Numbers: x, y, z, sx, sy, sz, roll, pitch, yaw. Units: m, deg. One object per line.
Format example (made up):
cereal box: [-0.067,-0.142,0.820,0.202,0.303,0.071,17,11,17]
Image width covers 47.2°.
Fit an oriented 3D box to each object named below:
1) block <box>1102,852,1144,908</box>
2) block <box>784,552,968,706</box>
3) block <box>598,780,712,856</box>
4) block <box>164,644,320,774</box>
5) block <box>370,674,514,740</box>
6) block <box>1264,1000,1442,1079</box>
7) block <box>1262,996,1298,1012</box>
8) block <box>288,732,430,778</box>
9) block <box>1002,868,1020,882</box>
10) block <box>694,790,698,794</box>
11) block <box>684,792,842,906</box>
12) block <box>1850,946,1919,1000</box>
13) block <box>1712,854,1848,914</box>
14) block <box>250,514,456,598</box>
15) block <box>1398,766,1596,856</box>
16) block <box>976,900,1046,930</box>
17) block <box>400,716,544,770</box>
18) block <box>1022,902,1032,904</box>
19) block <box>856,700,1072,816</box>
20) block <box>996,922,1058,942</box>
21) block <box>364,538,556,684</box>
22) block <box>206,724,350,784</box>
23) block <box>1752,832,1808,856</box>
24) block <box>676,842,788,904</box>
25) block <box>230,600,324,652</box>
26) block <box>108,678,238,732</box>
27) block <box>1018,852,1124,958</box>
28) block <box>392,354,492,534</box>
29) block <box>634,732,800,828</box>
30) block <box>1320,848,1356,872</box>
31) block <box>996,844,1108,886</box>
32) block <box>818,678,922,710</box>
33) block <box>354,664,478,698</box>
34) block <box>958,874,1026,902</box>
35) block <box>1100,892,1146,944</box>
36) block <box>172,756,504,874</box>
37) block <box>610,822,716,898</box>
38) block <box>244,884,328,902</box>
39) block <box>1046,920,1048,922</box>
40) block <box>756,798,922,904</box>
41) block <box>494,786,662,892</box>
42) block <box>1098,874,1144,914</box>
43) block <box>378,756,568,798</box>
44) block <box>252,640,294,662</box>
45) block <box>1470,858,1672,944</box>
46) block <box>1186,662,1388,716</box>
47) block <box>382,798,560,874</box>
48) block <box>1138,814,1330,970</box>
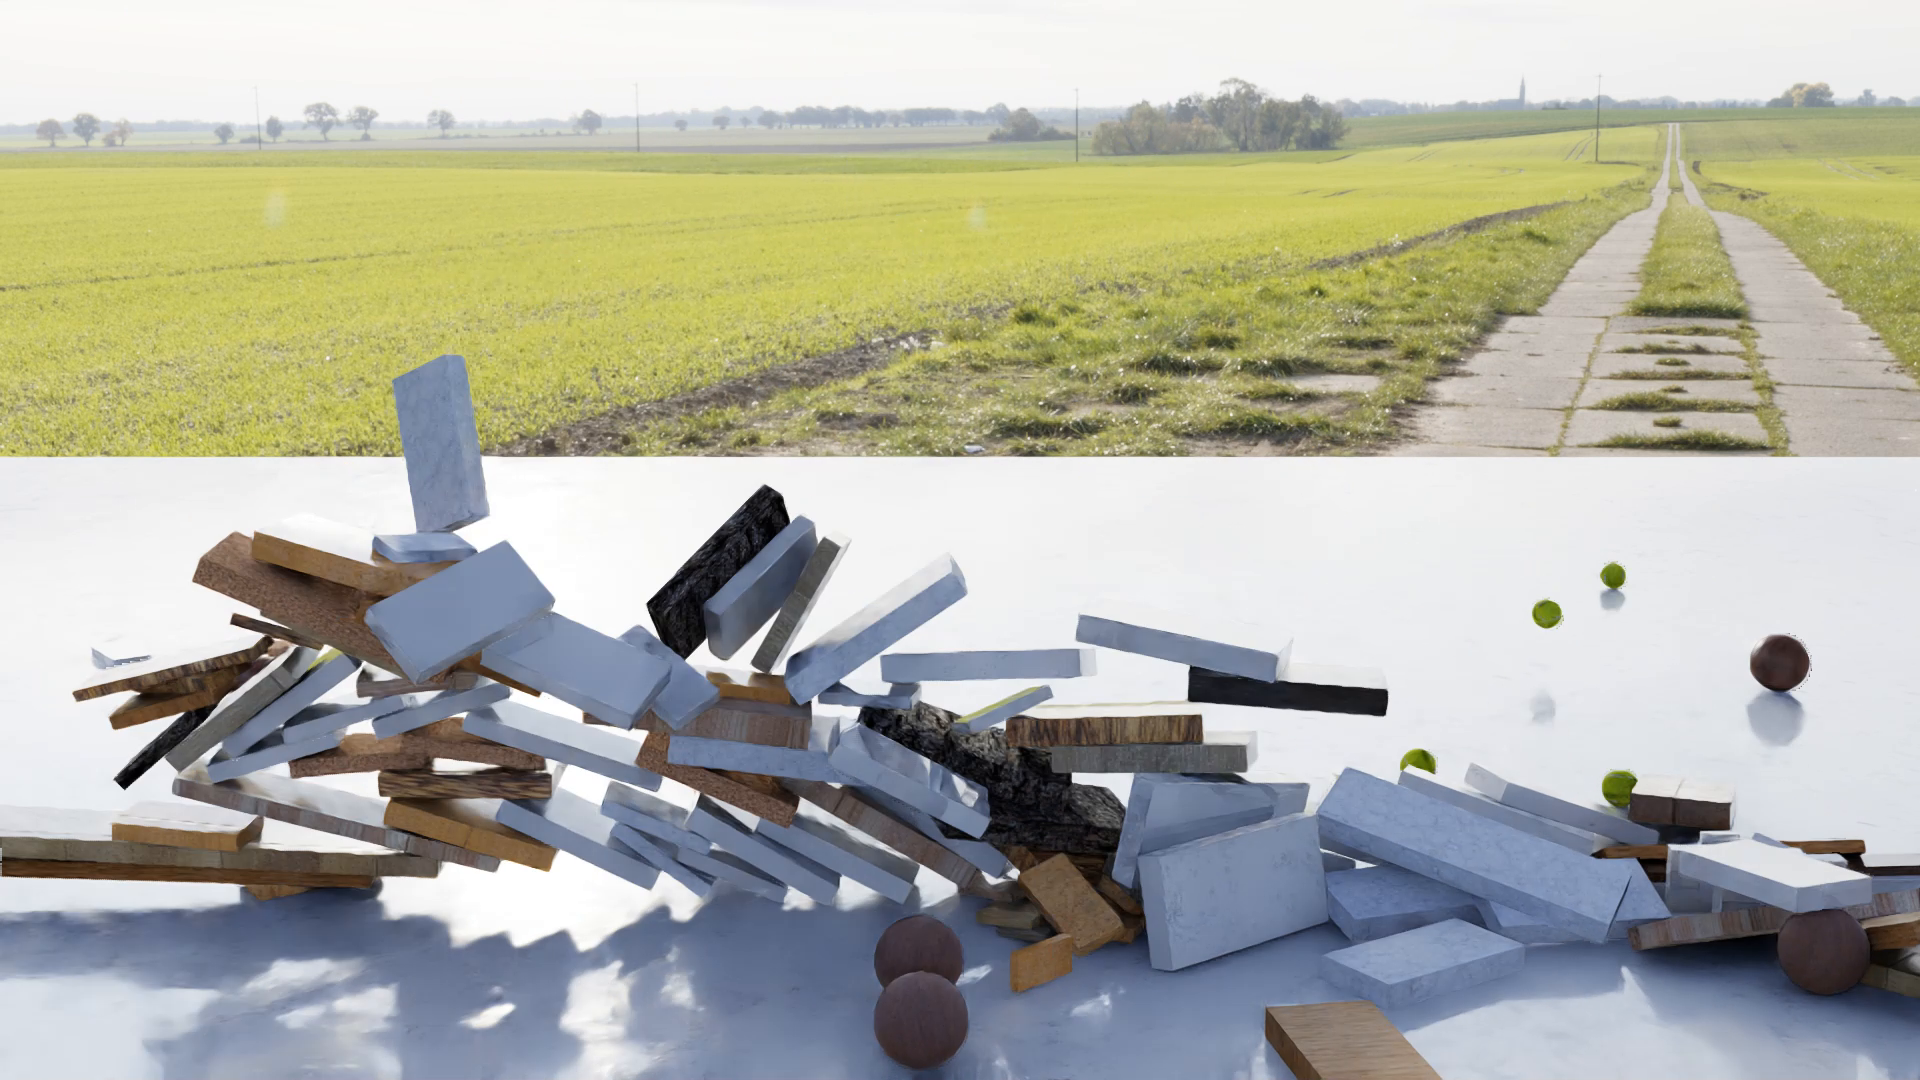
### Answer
block: [0.368,0.552,3.566,0.252,0.036,0.126,5,22,-37]
block: [-0.138,0.143,3.603,0.327,0.046,0.163,-34,11,4]
block: [-0.497,0.456,3.619,0.189,0.027,0.095,23,12,-9]
block: [-1.168,0.268,3.581,0.261,0.037,0.130,-36,14,11]
block: [-0.840,0.258,3.590,0.227,0.032,0.113,-18,17,-2]
block: [0.530,0.701,2.951,0.153,0.043,0.307,-2,11,-10]
block: [0.467,0.680,3.147,0.049,0.014,0.097,-1,11,-4]
block: [-0.984,0.350,3.624,0.216,0.031,0.108,-4,15,-3]
block: [0.103,0.572,3.729,0.046,0.013,0.093,-6,12,-29]
block: [-0.420,0.404,3.947,0.035,0.247,0.123,18,26,35]
block: [-0.323,0.502,3.651,0.272,0.039,0.136,31,11,-7]
block: [1.461,0.651,3.248,0.121,0.034,0.241,-10,14,-42]
block: [1.313,0.562,3.528,0.208,0.104,0.029,-2,16,-9]
block: [-0.957,0.032,3.537,0.311,0.044,0.156,15,14,9]
block: [0.926,0.476,3.809,0.337,0.048,0.168,20,3,16]
block: [0.086,0.596,3.495,0.112,0.016,0.056,0,16,39]
block: [-0.798,0.329,3.614,0.227,0.032,0.113,9,15,-11]
block: [0.125,0.602,3.562,0.112,0.016,0.056,-7,12,-32]
block: [0.005,0.344,3.613,0.360,0.051,0.180,19,13,-1]
block: [0.109,0.614,3.462,0.093,0.013,0.046,0,14,37]
block: [-0.770,0.108,3.400,0.263,0.037,0.131,-31,74,-39]
block: [-1.116,0.335,3.608,0.216,0.031,0.108,-17,16,2]
block: [1.375,0.547,3.631,0.159,0.023,0.080,25,44,24]
block: [-0.376,0.539,3.648,0.189,0.027,0.095,24,10,-9]
block: [-1.101,0.139,3.555,0.148,0.021,0.074,19,8,-17]
block: [-1.274,0.259,3.562,0.181,0.026,0.090,-15,16,8]
block: [0.173,0.570,3.443,0.085,0.024,0.171,-24,47,-22]
block: [-0.894,-0.160,3.787,0.144,0.288,0.041,-19,-13,34]
block: [-0.395,0.385,3.627,0.272,0.039,0.136,24,11,-4]
block: [0.544,0.523,3.721,0.252,0.036,0.126,13,-2,12]
block: [0.215,0.515,3.646,0.304,0.043,0.152,6,21,-31]
block: [-0.146,0.251,3.597,0.156,0.022,0.078,3,13,13]
block: [-0.879,0.221,3.572,0.186,0.026,0.093,-5,16,-4]
block: [0.057,0.581,3.664,0.112,0.016,0.056,5,11,36]
block: [0.257,0.597,3.524,0.085,0.024,0.171,12,13,16]
block: [-1.014,0.451,3.627,0.538,0.031,0.108,15,14,-4]
block: [-0.488,0.513,3.650,0.189,0.027,0.095,37,12,-5]
block: [-1.101,0.559,3.731,0.212,0.030,0.106,-8,17,-34]
block: [0.162,0.616,3.493,0.046,0.013,0.093,-3,11,-15]
block: [-0.200,0.510,3.674,0.272,0.039,0.136,26,11,2]
block: [-0.623,0.482,3.660,0.282,0.040,0.141,26,13,-5]
block: [0.315,0.569,3.564,0.171,0.024,0.085,3,21,-40]
block: [-0.804,0.383,3.639,0.282,0.040,0.141,0,14,0]
block: [-1.662,0.266,5.348,0.175,0.025,0.087,-7,12,-32]
block: [0.967,0.574,3.499,0.284,0.040,0.142,-1,33,-10]
block: [0.527,0.234,3.554,0.313,0.044,0.157,4,9,7]
block: [-0.798,0.467,3.645,0.282,0.040,0.141,18,14,-4]
block: [0.430,0.544,3.428,0.344,0.172,0.049,-8,2,-38]
